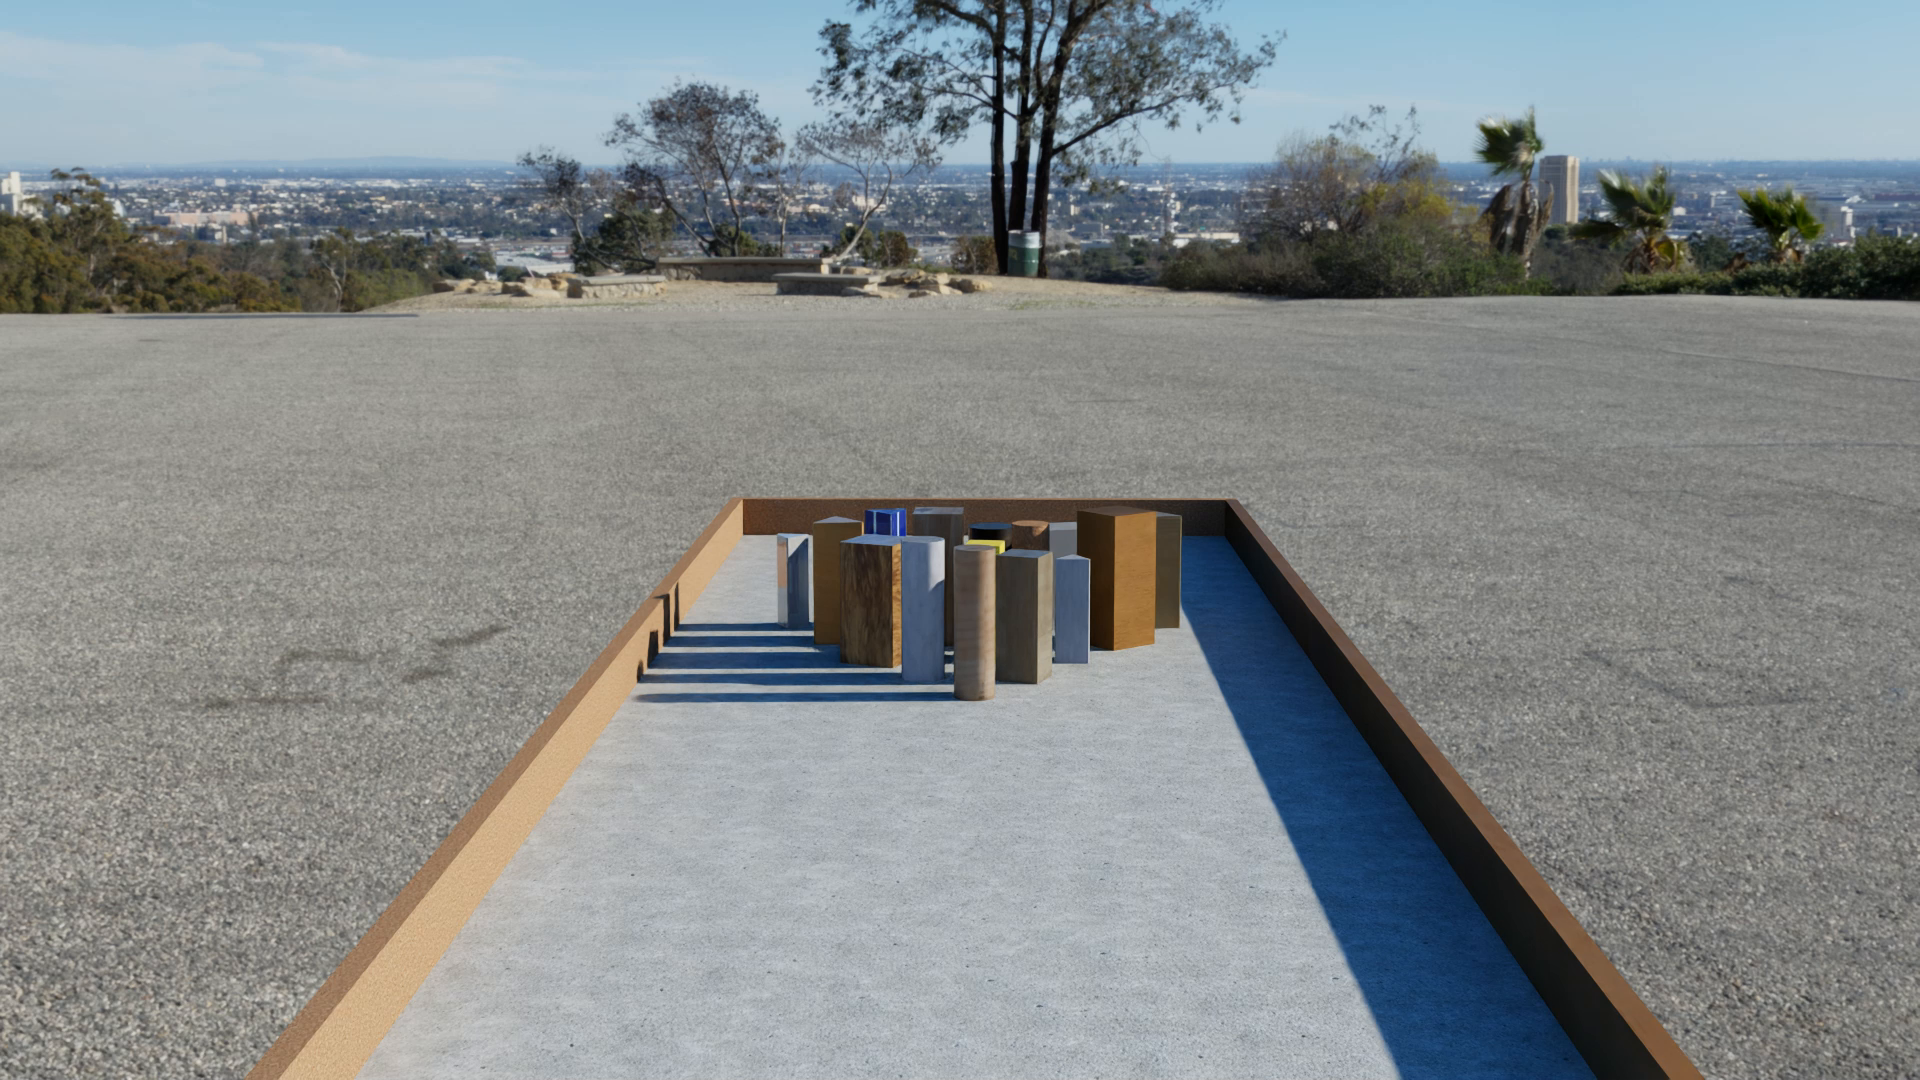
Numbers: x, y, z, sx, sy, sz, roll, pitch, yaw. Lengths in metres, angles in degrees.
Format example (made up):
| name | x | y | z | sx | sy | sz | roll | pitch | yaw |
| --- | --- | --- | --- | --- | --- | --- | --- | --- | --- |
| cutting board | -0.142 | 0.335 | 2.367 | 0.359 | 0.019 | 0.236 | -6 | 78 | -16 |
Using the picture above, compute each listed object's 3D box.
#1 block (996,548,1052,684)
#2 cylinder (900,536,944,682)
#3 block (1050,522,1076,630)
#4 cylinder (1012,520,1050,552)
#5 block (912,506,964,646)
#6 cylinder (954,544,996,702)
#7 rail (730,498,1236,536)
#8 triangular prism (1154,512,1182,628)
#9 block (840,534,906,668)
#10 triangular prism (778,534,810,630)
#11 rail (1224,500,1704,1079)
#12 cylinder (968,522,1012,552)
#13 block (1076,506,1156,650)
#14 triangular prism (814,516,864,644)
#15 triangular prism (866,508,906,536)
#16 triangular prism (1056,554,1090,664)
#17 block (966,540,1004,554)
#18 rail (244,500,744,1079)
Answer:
| name | x | y | z | sx | sy | sz | roll | pitch | yaw |
| --- | --- | --- | --- | --- | --- | --- | --- | --- | --- |
| block | 0.187 | 0.222 | 6.423 | 0.129 | 0.371 | 0.129 | 4 | 10 | 21 |
| cylinder | -0.108 | 0.201 | 6.429 | 0.127 | 0.411 | 0.127 | 0 | 9 | 0 |
| block | 0.348 | 0.117 | 7.215 | 0.159 | 0.330 | 0.159 | -2 | 9 | -14 |
| cylinder | 0.222 | 0.134 | 6.954 | 0.119 | 0.378 | 0.119 | 0 | 9 | 0 |
| block | -0.067 | 0.114 | 6.954 | 0.154 | 0.418 | 0.154 | 0 | 9 | 2 |
| cylinder | 0.041 | 0.232 | 6.184 | 0.117 | 0.426 | 0.117 | 0 | 9 | 0 |
| rail | 0.099 | -0.098 | 9.147 | 2.100 | 0.150 | 0.050 | 0 | 9 | 1 |
| triangular prism | 0.646 | 0.097 | 7.215 | 0.134 | 0.370 | 0.116 | -1 | 9 | -7 |
| block | -0.244 | 0.182 | 6.675 | 0.178 | 0.371 | 0.178 | 4 | 10 | 25 |
| triangular prism | -0.564 | 0.132 | 7.216 | 0.089 | 0.301 | 0.103 | 7 | 11 | 37 |
| rail | 1.046 | 0.843 | 3.208 | 0.050 | 0.150 | 12.000 | 0 | 9 | 1 |
| cylinder | 0.101 | 0.118 | 7.202 | 0.150 | 0.332 | 0.150 | 0 | 9 | 0 |
| block | 0.491 | 0.117 | 6.922 | 0.176 | 0.422 | 0.176 | -7 | 12 | -38 |
| triangular prism | -0.389 | 0.126 | 6.974 | 0.156 | 0.388 | 0.135 | -1 | 9 | -7 |
| triangular prism | -0.222 | 0.092 | 7.209 | 0.116 | 0.382 | 0.134 | -8 | 12 | -42 |
| triangular prism | 0.341 | 0.208 | 6.675 | 0.103 | 0.319 | 0.089 | 0 | 9 | 3 |
| block | 0.074 | 0.186 | 6.691 | 0.108 | 0.359 | 0.108 | 1 | 9 | 9 |
| rail | -1.004 | 0.839 | 3.234 | 0.050 | 0.150 | 12.000 | 0 | 9 | 1 |
